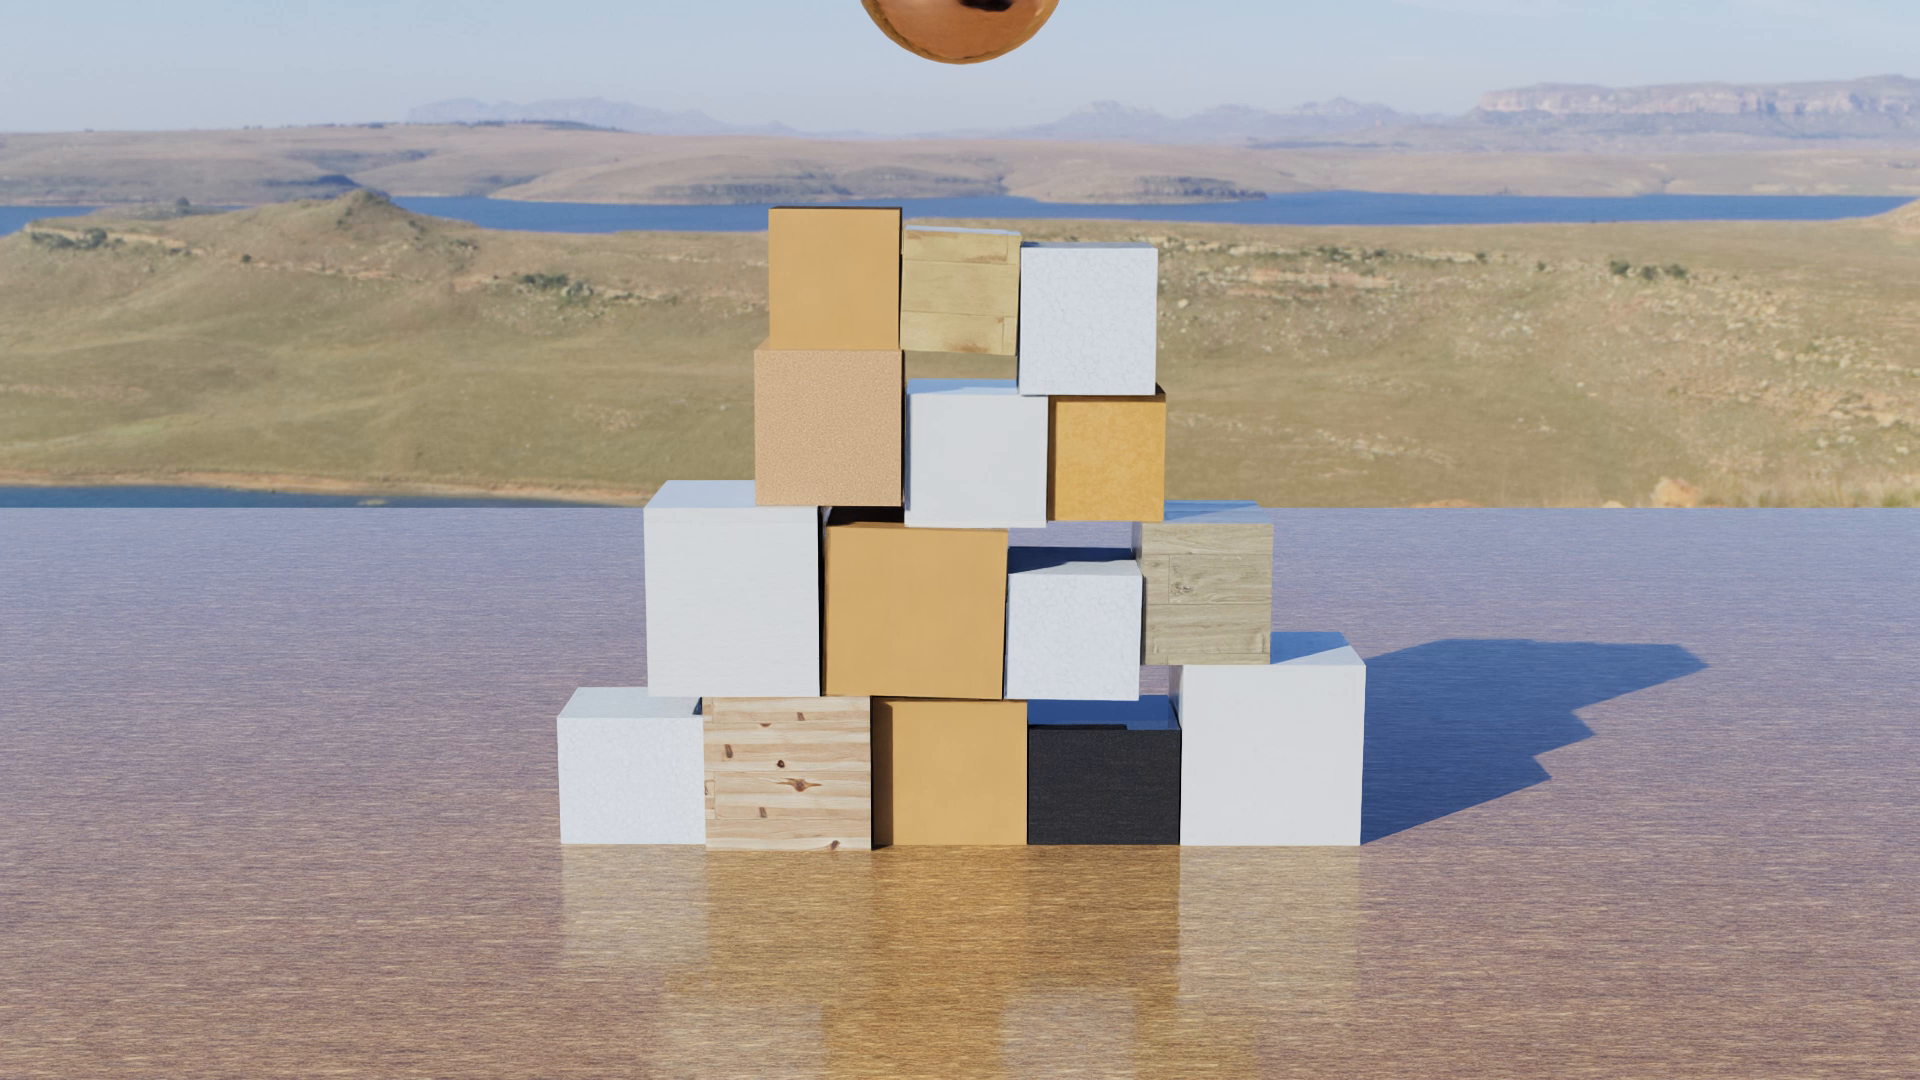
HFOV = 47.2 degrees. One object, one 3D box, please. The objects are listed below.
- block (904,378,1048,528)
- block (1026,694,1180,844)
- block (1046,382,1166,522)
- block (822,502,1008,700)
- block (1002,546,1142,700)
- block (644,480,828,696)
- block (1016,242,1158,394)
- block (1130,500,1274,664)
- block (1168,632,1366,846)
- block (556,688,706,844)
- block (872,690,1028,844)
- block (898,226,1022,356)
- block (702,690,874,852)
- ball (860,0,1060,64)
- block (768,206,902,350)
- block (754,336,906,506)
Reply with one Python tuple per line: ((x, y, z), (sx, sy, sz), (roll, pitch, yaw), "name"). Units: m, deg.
((0.079, -0.449, 11.119), (0.694, 0.655, 0.707), (1, 10, 0), "block")
((0.724, 1.180, 11.398), (0.757, 0.599, 0.712), (0, 10, 0), "block")
((0.718, -0.457, 11.099), (0.579, 0.634, 0.575), (0, 10, 0), "block")
((-0.225, 0.289, 11.232), (0.891, 0.840, 0.830), (2, 10, 0), "block")
((0.557, 0.415, 11.247), (0.670, 0.632, 0.761), (1, 10, 0), "block")
((-1.117, 0.230, 11.217), (0.845, 0.946, 0.885), (0, 10, 0), "block")
((0.622, -1.116, 10.978), (0.655, 0.706, 0.698), (0, 10, 0), "block")
((1.219, 0.207, 11.217), (0.643, 0.713, 0.712), (0, 10, 0), "block")
((1.564, 1.014, 11.380), (0.905, 0.934, 0.757), (0, 10, 0), "block")
((-1.650, 1.157, 11.370), (0.735, 0.656, 0.629), (0, 10, 0), "block")
((-0.050, 1.101, 11.364), (0.770, 0.767, 0.667), (0, 10, 0), "block")
((0.000, -1.253, 10.972), (0.568, 0.580, 0.590), (3, 10, 0), "block")
((-0.859, 1.088, 11.362), (0.827, 0.794, 0.871), (0, 10, 0), "block")
((0.000, -4.201, 15.656), (1.600, 1.600, 1.600), (0, 10, 0), "ball")
((-0.611, -1.313, 10.941), (0.630, 0.674, 0.558), (1, 10, 0), "block")
((-0.643, -0.607, 11.064), (0.711, 0.758, 0.737), (1, 10, 0), "block")
